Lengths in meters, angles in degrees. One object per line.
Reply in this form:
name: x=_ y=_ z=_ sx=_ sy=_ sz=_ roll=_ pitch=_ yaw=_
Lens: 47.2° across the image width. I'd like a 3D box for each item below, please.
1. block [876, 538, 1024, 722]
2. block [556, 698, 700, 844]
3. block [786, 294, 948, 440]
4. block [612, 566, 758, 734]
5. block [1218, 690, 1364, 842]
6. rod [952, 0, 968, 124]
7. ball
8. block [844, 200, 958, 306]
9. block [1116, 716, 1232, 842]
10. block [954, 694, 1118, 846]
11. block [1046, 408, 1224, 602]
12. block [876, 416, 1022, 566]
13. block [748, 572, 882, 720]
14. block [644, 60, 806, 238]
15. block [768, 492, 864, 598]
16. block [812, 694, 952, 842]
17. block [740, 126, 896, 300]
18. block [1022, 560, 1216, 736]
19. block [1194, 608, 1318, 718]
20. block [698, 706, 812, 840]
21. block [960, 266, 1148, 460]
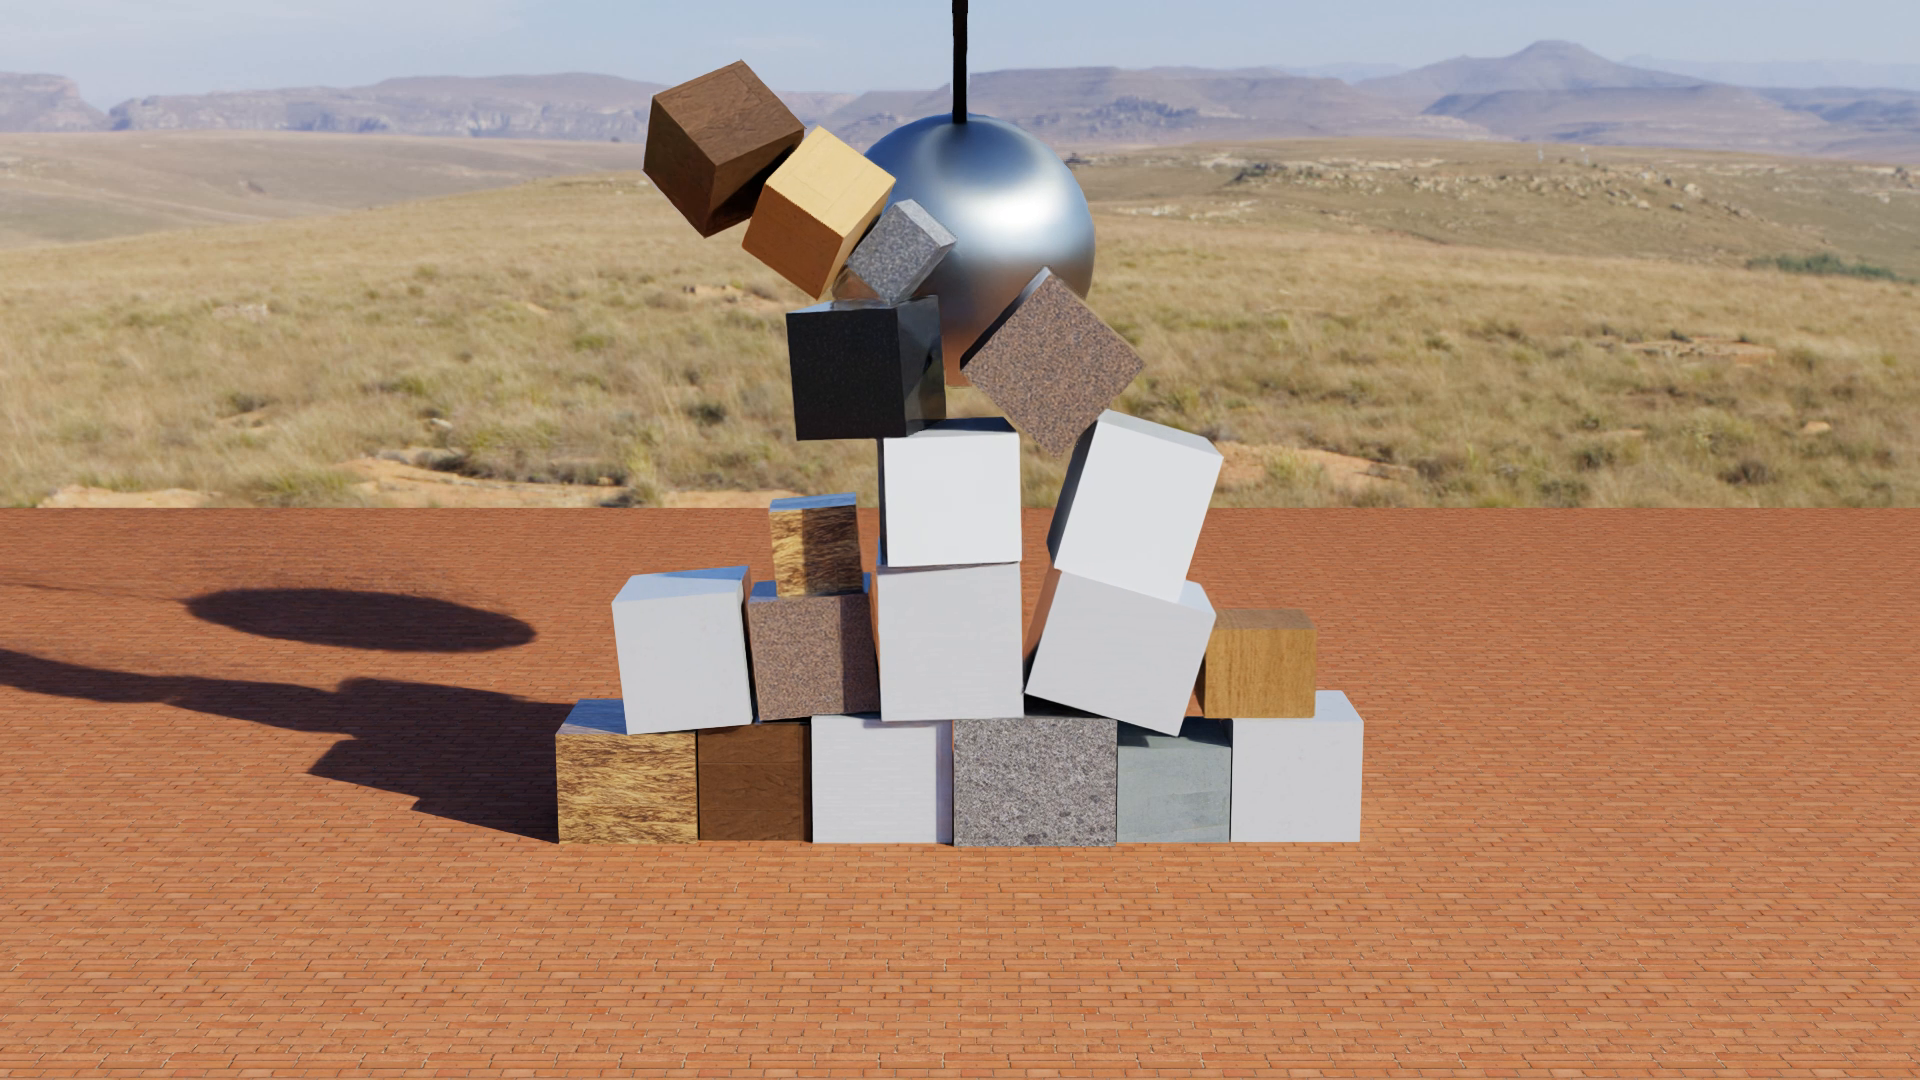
block: x=-0.056 y=0.435 z=11.254 sx=0.707 sy=0.795 sz=0.747 roll=-2 pitch=10 yaw=-1
block: x=-1.678 y=1.192 z=11.410 sx=0.696 sy=0.573 sz=0.710 roll=0 pitch=10 yaw=0
block: x=-0.458 y=-0.867 z=10.995 sx=0.571 sy=0.627 sz=0.669 roll=-1 pitch=11 yaw=17
block: x=-1.385 y=0.553 z=11.274 sx=0.620 sy=0.678 sz=0.690 roll=-5 pitch=10 yaw=1
block: x=1.699 y=1.164 z=11.406 sx=0.653 sy=0.628 sz=0.641 roll=0 pitch=10 yaw=0
rod: x=0.000 y=-4.635 z=11.251 sx=0.080 sy=5.200 sz=0.080 roll=0 pitch=31 yaw=0
ball: x=0.000 y=-1.706 z=12.978 sx=1.600 sy=1.600 sz=1.600 roll=0 pitch=10 yaw=0
block: x=-0.288 y=-1.414 z=10.789 sx=0.309 sy=0.386 sz=0.339 roll=43 pitch=18 yaw=2
block: x=1.078 y=1.234 z=11.402 sx=0.570 sy=0.493 sz=0.634 roll=0 pitch=10 yaw=0
block: x=0.377 y=1.152 z=11.378 sx=0.814 sy=0.662 sz=0.736 roll=0 pitch=10 yaw=0
block: x=0.868 y=-0.198 z=11.128 sx=0.642 sy=0.757 sz=0.696 roll=16 pitch=10 yaw=-4
block: x=-0.063 y=-0.254 z=11.060 sx=0.659 sy=0.629 sz=0.702 roll=-2 pitch=10 yaw=-5
block: x=-0.737 y=0.539 z=11.284 sx=0.608 sy=0.607 sz=0.534 roll=-5 pitch=10 yaw=0
block: x=-1.162 y=-1.916 z=10.781 sx=0.534 sy=0.512 sz=0.518 roll=-30 pitch=67 yaw=-30
block: x=-0.729 y=0.019 z=11.215 sx=0.434 sy=0.434 sz=0.396 roll=-5 pitch=10 yaw=-1
block: x=-0.392 y=1.157 z=11.396 sx=0.707 sy=0.647 sz=0.653 roll=0 pitch=10 yaw=0
block: x=-0.686 y=-1.578 z=10.626 sx=0.457 sy=0.514 sz=0.480 roll=35 pitch=56 yaw=2
block: x=0.794 y=0.497 z=11.272 sx=0.796 sy=0.646 sz=0.774 roll=16 pitch=10 yaw=-3
block: x=1.514 y=0.630 z=11.307 sx=0.556 sy=0.460 sz=0.495 roll=0 pitch=10 yaw=0
block: x=-1.038 y=1.178 z=11.397 sx=0.563 sy=0.604 sz=0.583 roll=0 pitch=10 yaw=0
block: x=0.457 y=-0.893 z=10.976 sx=0.646 sy=0.640 sz=0.623 roll=42 pitch=8 yaw=-7
